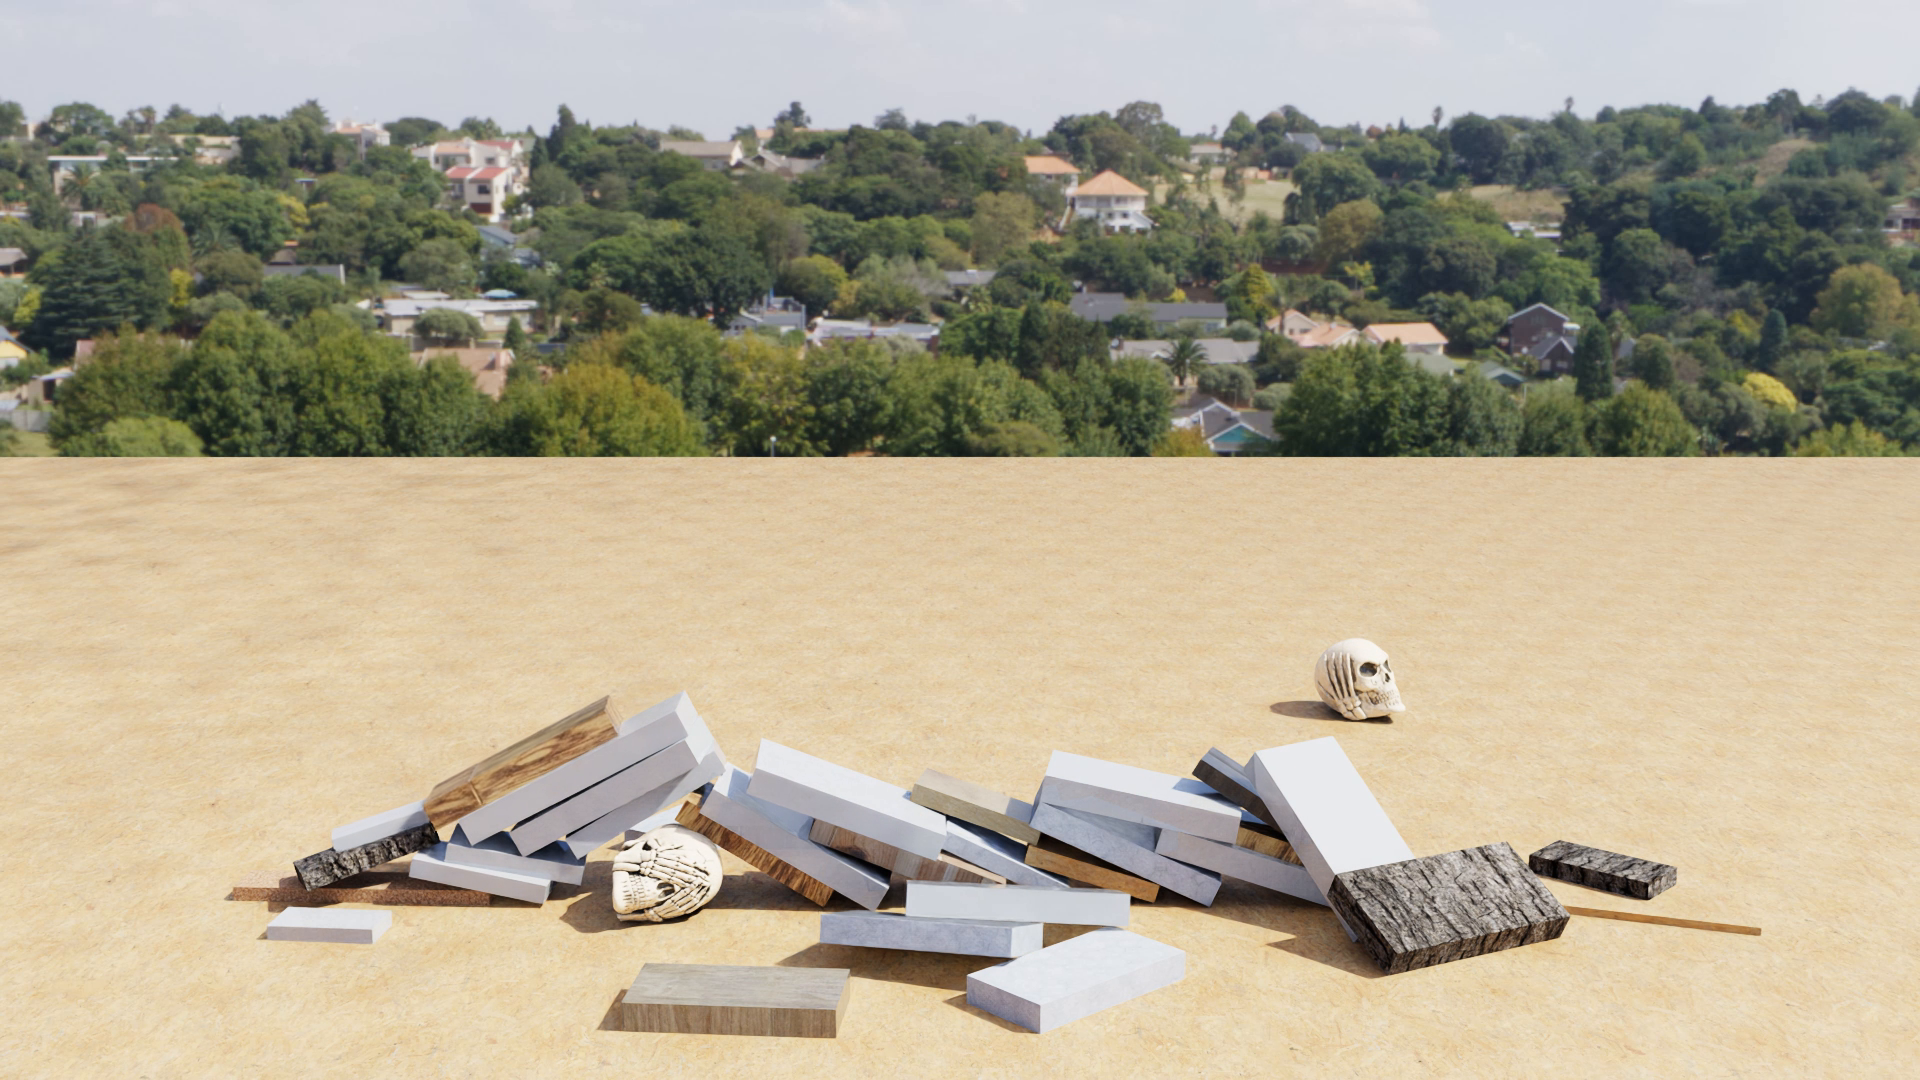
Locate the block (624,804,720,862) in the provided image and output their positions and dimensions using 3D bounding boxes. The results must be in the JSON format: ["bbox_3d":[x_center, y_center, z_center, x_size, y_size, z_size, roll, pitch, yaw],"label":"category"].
[{"bbox_3d":[-0.460,0.513,3.973,0.141,0.040,0.283,6,12,31],"label":"block"}]

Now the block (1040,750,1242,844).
[{"bbox_3d":[0.303,0.425,3.654,0.324,0.046,0.162,12,11,5],"label":"block"}]

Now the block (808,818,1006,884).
[{"bbox_3d":[-0.084,0.509,3.661,0.328,0.046,0.164,21,10,-2],"label":"block"}]

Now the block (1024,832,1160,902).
[{"bbox_3d":[0.221,0.541,3.672,0.224,0.032,0.112,17,10,2],"label":"block"}]

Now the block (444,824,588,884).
[{"bbox_3d":[-0.737,0.523,3.667,0.224,0.032,0.112,11,10,-7],"label":"block"}]

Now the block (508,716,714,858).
[{"bbox_3d":[-0.579,0.409,3.669,0.334,0.047,0.167,-28,7,6],"label":"block"}]

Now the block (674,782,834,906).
[{"bbox_3d":[-0.330,0.500,3.655,0.283,0.040,0.141,31,9,-1],"label":"block"}]

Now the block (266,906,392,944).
[{"bbox_3d":[-0.999,0.611,3.488,0.171,0.024,0.086,1,11,5],"label":"block"}]

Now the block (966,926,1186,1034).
[{"bbox_3d":[0.174,0.646,3.250,0.305,0.043,0.153,-10,14,-42],"label":"block"}]

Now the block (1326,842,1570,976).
[{"bbox_3d":[0.764,0.572,3.435,0.343,0.049,0.171,-5,39,-27],"label":"block"}]

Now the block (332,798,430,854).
[{"bbox_3d":[-0.966,0.478,3.691,0.171,0.024,0.086,-18,9,-13],"label":"block"}]

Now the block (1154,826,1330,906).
[{"bbox_3d":[0.486,0.523,3.664,0.324,0.046,0.162,17,11,1],"label":"block"}]

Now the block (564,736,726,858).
[{"bbox_3d":[-0.525,0.430,3.687,0.283,0.040,0.141,-31,7,-4],"label":"block"}]

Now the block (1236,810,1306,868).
[{"bbox_3d":[0.562,0.508,3.647,0.217,0.031,0.108,18,11,4],"label":"block"}]

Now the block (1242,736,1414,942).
[{"bbox_3d":[0.622,0.480,3.568,0.171,0.049,0.347,-7,51,-33],"label":"block"}]

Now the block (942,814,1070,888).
[{"bbox_3d":[0.073,0.527,3.667,0.224,0.032,0.112,25,10,-4],"label":"block"}]

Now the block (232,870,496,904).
[{"bbox_3d":[-0.985,0.579,3.664,0.427,0.024,0.086,0,11,2],"label":"block"}]

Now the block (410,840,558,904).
[{"bbox_3d":[-0.787,0.549,3.648,0.224,0.032,0.112,12,10,0],"label":"block"}]

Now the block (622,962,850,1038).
[{"bbox_3d":[-0.319,0.662,3.165,0.305,0.043,0.153,1,11,5],"label":"block"}]

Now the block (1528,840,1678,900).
[{"bbox_3d":[1.093,0.561,3.742,0.217,0.031,0.108,9,14,41],"label":"block"}]

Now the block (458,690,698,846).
[{"bbox_3d":[-0.634,0.378,3.671,0.401,0.047,0.167,-27,8,2],"label":"block"}]

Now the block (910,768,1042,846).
[{"bbox_3d":[0.035,0.447,3.695,0.224,0.032,0.112,19,10,7],"label":"block"}]

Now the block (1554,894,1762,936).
[{"bbox_3d":[1.054,0.601,3.574,0.467,0.014,0.049,4,11,20],"label":"block"}]

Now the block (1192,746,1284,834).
[{"bbox_3d":[0.495,0.426,3.661,0.217,0.031,0.108,33,14,11],"label":"block"}]

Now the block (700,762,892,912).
[{"bbox_3d":[-0.266,0.489,3.644,0.328,0.046,0.164,30,10,-3],"label":"block"}]

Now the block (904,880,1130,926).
[{"bbox_3d":[0.087,0.570,3.458,0.343,0.049,0.171,3,-7,-2],"label":"block"}]

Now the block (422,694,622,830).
[{"bbox_3d":[-0.730,0.371,3.690,0.334,0.047,0.167,-28,8,-3],"label":"block"}]

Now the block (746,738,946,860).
[{"bbox_3d":[-0.185,0.426,3.623,0.328,0.046,0.164,20,10,-6],"label":"block"}]

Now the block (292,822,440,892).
[{"bbox_3d":[-0.986,0.519,3.653,0.224,0.032,0.112,-19,10,-22],"label":"block"}]

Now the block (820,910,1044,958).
[{"bbox_3d":[-0.043,0.598,3.348,0.305,0.043,0.153,1,-7,20],"label":"block"}]

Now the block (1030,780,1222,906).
[{"bbox_3d":[0.277,0.501,3.675,0.324,0.046,0.162,24,11,1],"label":"block"}]
